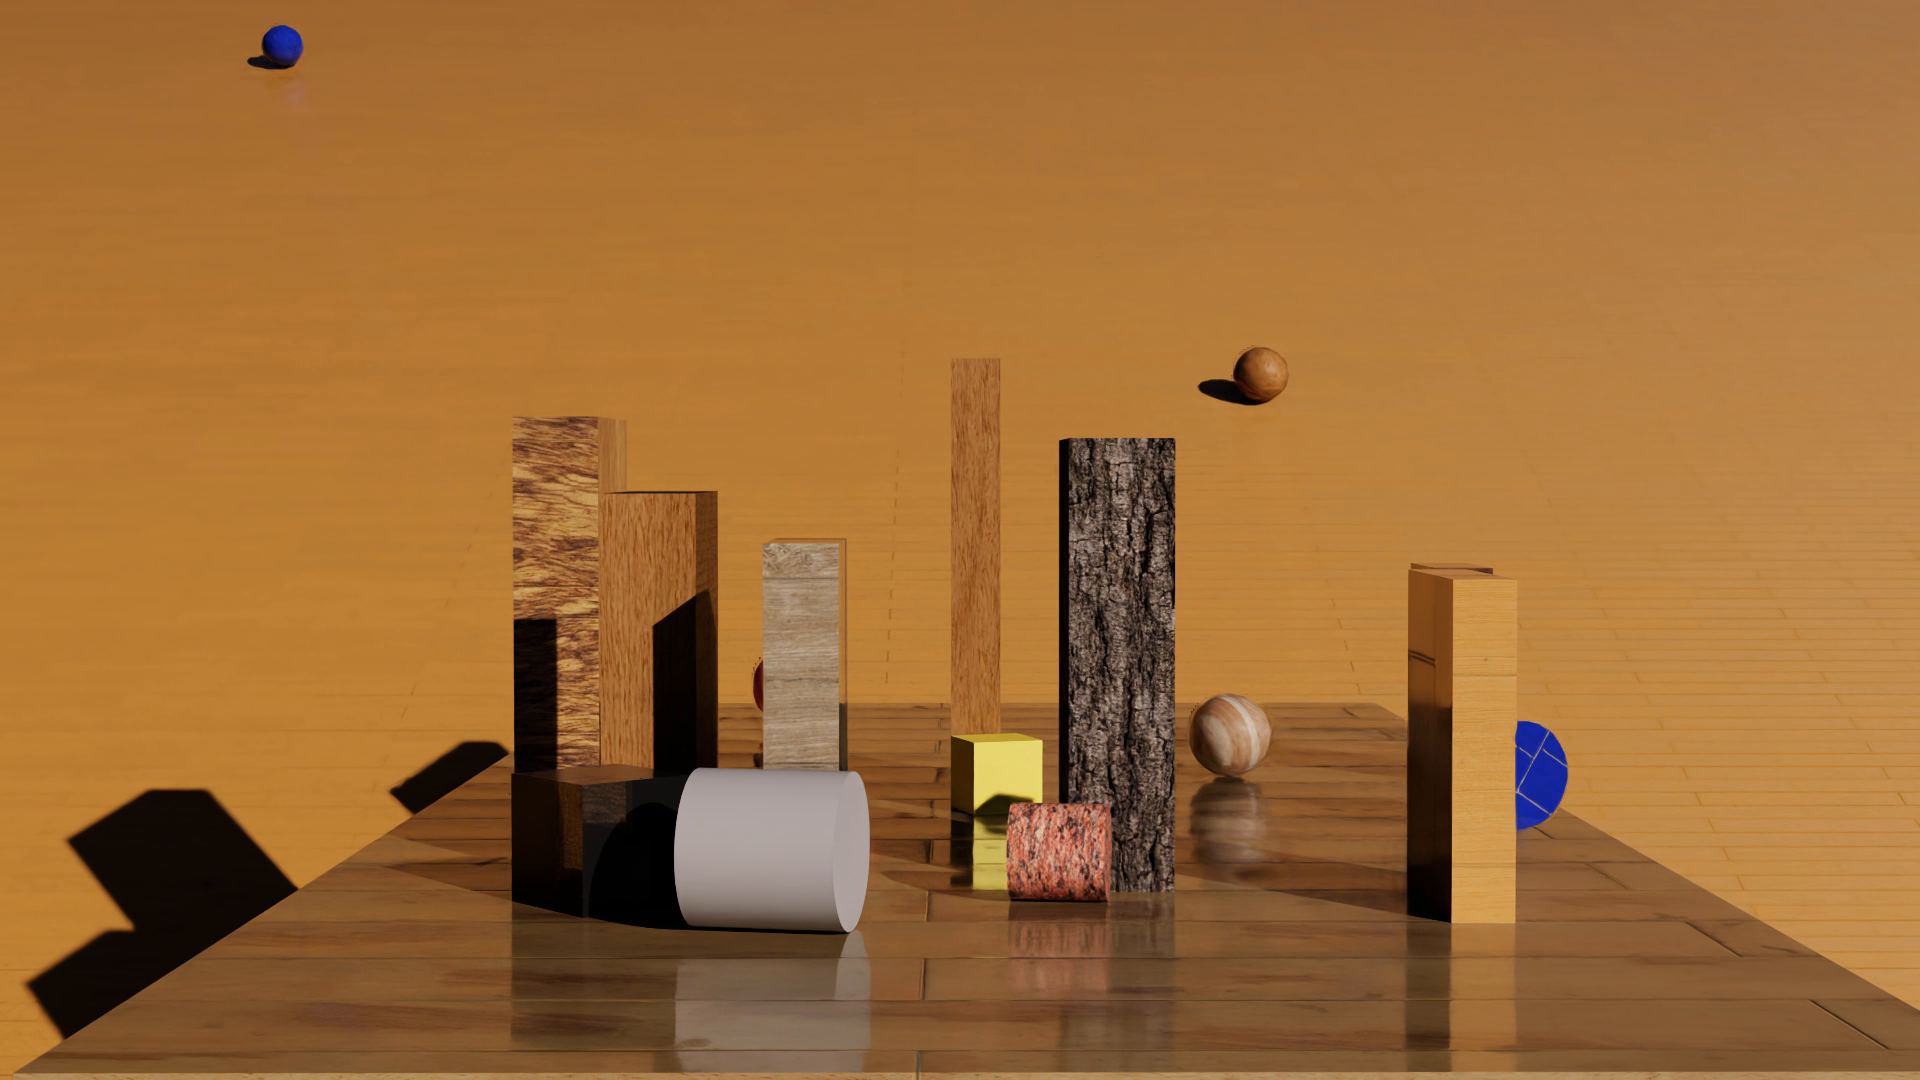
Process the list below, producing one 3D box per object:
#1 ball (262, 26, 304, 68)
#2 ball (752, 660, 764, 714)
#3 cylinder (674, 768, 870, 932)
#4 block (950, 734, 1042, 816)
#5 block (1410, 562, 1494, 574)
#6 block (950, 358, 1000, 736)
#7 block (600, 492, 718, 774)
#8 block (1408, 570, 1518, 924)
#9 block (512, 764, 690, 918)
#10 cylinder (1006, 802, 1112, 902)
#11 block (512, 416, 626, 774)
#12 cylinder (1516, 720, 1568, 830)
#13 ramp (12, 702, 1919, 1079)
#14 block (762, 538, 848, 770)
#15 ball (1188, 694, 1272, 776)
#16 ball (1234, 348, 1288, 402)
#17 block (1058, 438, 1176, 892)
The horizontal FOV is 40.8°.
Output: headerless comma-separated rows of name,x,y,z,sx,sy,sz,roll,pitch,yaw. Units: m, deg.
ball,-3.277,-2.389,12.474,0.198,0.198,0.198,0,25,0
ball,-0.386,0.338,5.965,0.187,0.187,0.187,0,25,0
cylinder,-0.242,0.402,3.356,0.207,0.207,0.207,0,25,11
block,0.063,0.410,4.524,0.125,0.125,0.125,-1,2,-19
block,0.958,0.253,5.036,0.109,0.408,0.268,0,2,0
block,0.028,0.069,4.788,0.088,0.792,0.409,0,2,0
block,-0.445,0.210,3.850,0.136,0.563,0.342,0,2,0
block,0.689,0.273,3.556,0.084,0.453,0.336,0,2,0
block,-0.495,0.411,3.559,0.178,0.178,0.178,-1,2,-41
cylinder,0.138,0.432,3.577,0.134,0.134,0.134,0,25,7
block,-0.691,0.127,4.602,0.146,0.687,0.386,0,2,0
cylinder,0.897,0.387,4.348,0.179,0.179,0.179,-11,5,-21
ramp,0.058,0.521,4.560,2.000,0.100,4.000,0,2,0
block,-0.213,0.250,3.595,0.102,0.498,0.267,0,2,0
ball,0.523,0.378,4.999,0.160,0.160,0.160,0,25,0
ball,1.005,-0.553,8.607,0.182,0.182,0.182,0,25,0
block,0.228,0.172,3.811,0.150,0.641,0.352,0,2,0
